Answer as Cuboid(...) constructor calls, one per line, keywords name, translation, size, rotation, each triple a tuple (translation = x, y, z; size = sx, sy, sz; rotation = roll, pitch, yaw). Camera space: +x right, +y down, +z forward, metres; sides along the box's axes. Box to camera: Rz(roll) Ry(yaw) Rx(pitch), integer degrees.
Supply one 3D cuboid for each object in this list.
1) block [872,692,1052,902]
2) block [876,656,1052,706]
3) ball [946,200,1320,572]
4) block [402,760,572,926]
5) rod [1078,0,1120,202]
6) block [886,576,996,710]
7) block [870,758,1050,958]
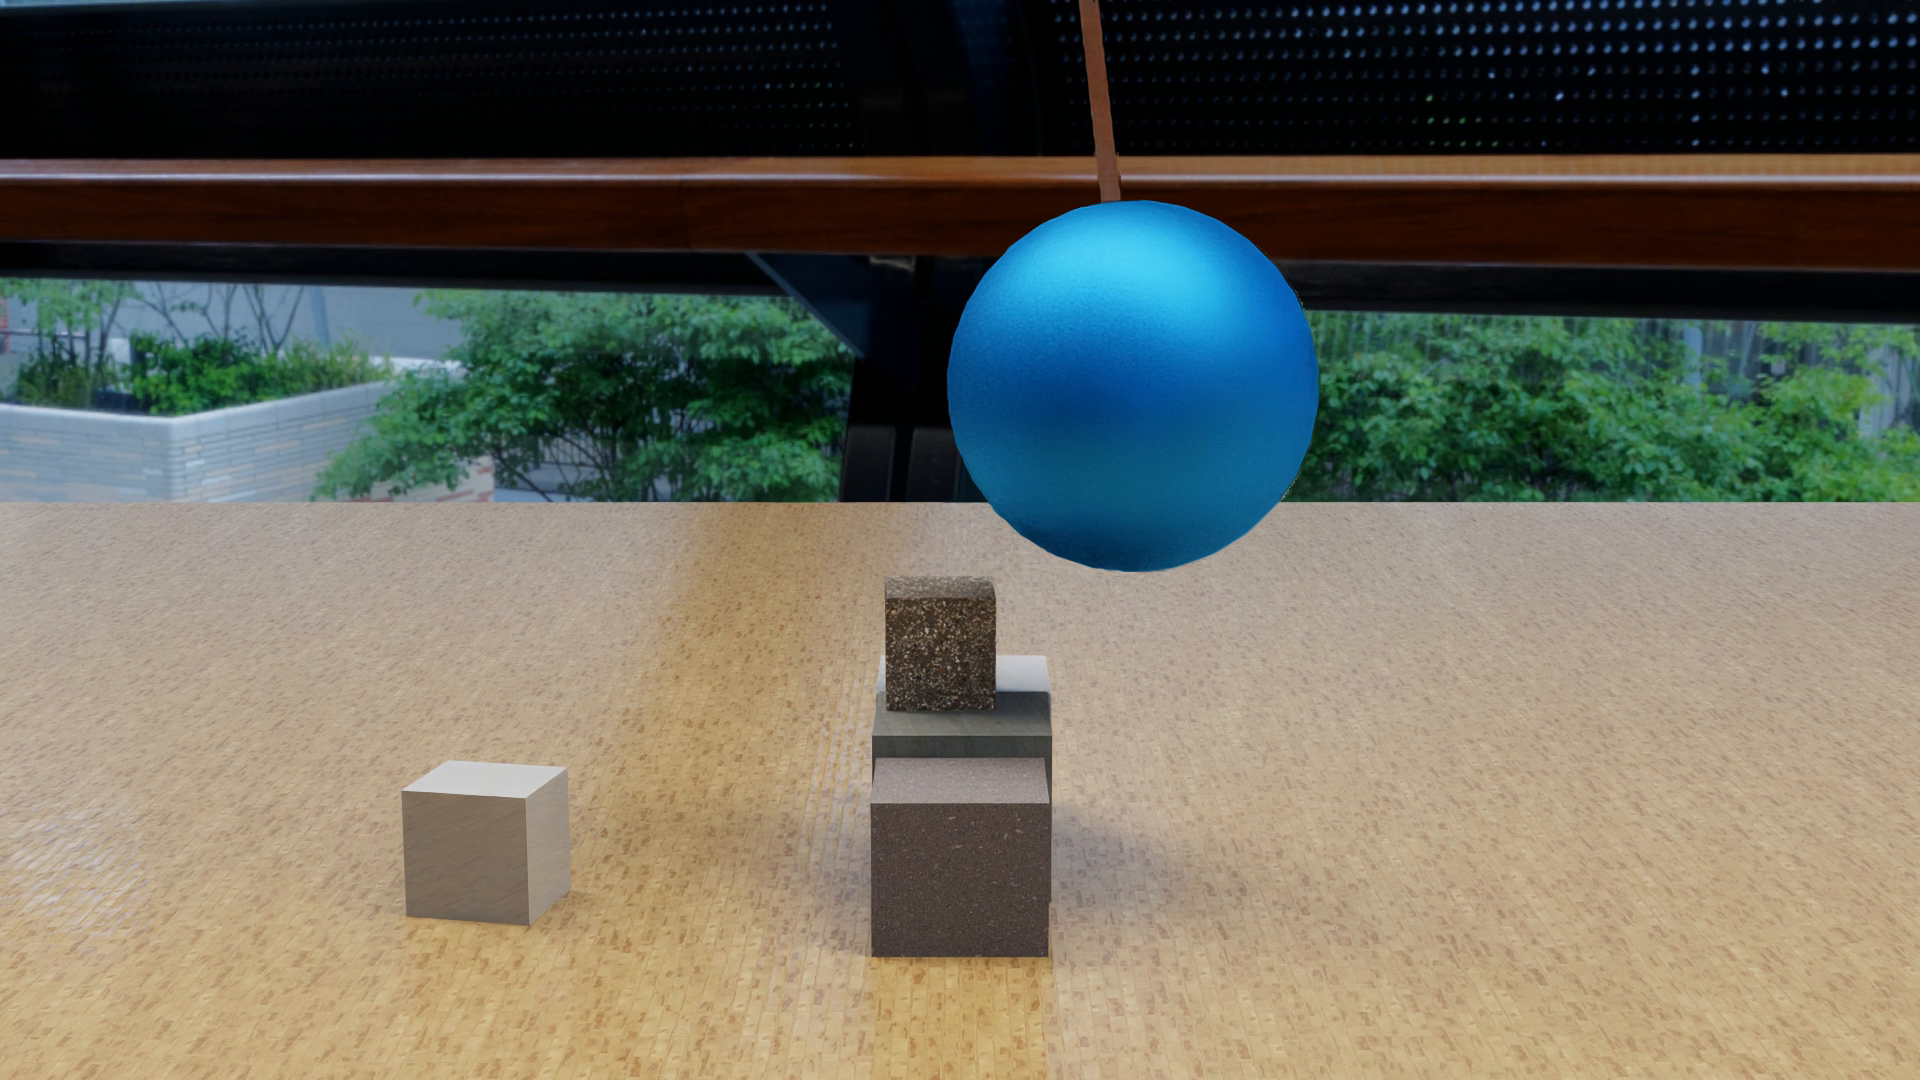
Cuboid(name="block", translation=(0.012, 1.122, 11.339), size=(0.765, 0.736, 0.788), rotation=(0, 10, 0))
Cuboid(name="block", translation=(0.016, 0.985, 12.122), size=(0.797, 0.724, 0.775), rotation=(0, 10, 0))
Cuboid(name="ball", translation=(0.741, -0.661, 11.060), size=(1.600, 1.600, 1.600), rotation=(0, 10, 0))
Cuboid(name="block", translation=(-2.016, 1.286, 10.956), size=(0.551, 0.551, 0.490), rotation=(2, 11, 12))
Cuboid(name="rod", translation=(0.321, -3.981, 10.457), size=(0.080, 5.200, 0.080), rotation=(-7, 10, 1))
Cuboid(name="block", translation=(-0.092, 0.458, 11.514), size=(0.482, 0.507, 0.487), rotation=(0, 10, -2))
Cuboid(name="block", translation=(0.000, 1.302, 10.612), size=(0.712, 0.642, 0.692), rotation=(0, 10, 0))
